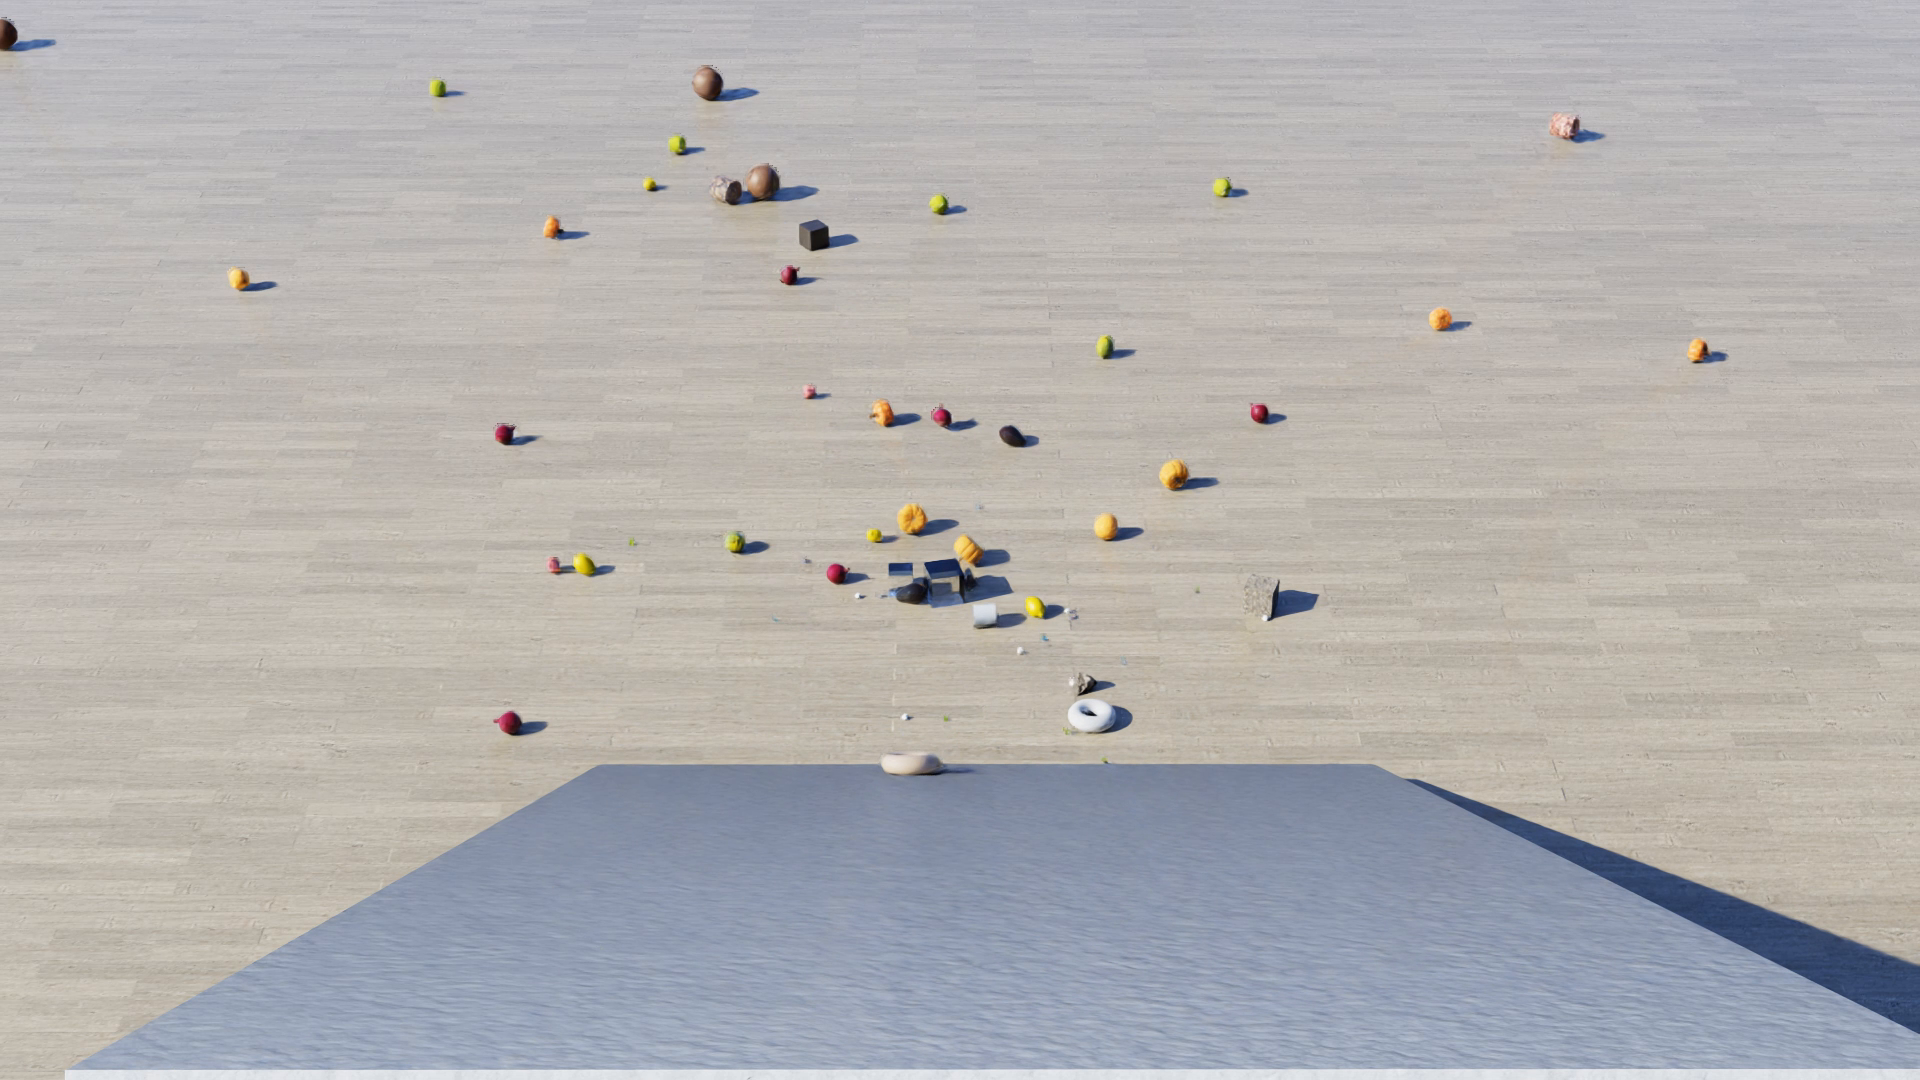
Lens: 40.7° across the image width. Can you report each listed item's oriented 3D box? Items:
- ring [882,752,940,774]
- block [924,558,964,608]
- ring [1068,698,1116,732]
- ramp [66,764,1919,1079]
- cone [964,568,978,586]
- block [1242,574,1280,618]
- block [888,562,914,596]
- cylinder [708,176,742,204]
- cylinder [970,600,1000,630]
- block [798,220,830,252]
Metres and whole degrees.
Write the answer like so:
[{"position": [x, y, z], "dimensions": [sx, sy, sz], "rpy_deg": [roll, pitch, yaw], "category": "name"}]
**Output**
[{"position": [-0.121, 0.553, 6.409], "dimensions": [0.148, 0.049, 0.148], "rpy_deg": [-1, 1, 0], "category": "ring"}, {"position": [-0.046, 0.125, 7.512], "dimensions": [0.098, 0.098, 0.098], "rpy_deg": [-8, 32, -12], "category": "block"}, {"position": [0.356, 0.474, 6.988], "dimensions": [0.131, 0.044, 0.131], "rpy_deg": [1, 30, 0], "category": "ring"}, {"position": [0.069, 0.615, 4.690], "dimensions": [2.000, 0.100, 4.000], "rpy_deg": [0, 0, 0], "category": "ramp"}, {"position": [0.012, 0.119, 7.591], "dimensions": [0.060, 0.060, 0.060], "rpy_deg": [-29, 33, 4], "category": "cone"}, {"position": [0.867, 0.162, 7.462], "dimensions": [0.086, 0.086, 0.086], "rpy_deg": [11, 33, 17], "category": "block"}, {"position": [-0.173, 0.116, 7.554], "dimensions": [0.071, 0.071, 0.071], "rpy_deg": [-1, 31, -2], "category": "block"}, {"position": [-0.902, -1.346, 9.957], "dimensions": [0.090, 0.090, 0.090], "rpy_deg": [24, 39, 34], "category": "cylinder"}, {"position": [0.070, 0.215, 7.396], "dimensions": [0.063, 0.063, 0.063], "rpy_deg": [-29, 36, -3], "category": "cylinder"}, {"position": [-0.542, -1.130, 9.608], "dimensions": [0.081, 0.081, 0.081], "rpy_deg": [-20, 36, -29], "category": "block"}]
